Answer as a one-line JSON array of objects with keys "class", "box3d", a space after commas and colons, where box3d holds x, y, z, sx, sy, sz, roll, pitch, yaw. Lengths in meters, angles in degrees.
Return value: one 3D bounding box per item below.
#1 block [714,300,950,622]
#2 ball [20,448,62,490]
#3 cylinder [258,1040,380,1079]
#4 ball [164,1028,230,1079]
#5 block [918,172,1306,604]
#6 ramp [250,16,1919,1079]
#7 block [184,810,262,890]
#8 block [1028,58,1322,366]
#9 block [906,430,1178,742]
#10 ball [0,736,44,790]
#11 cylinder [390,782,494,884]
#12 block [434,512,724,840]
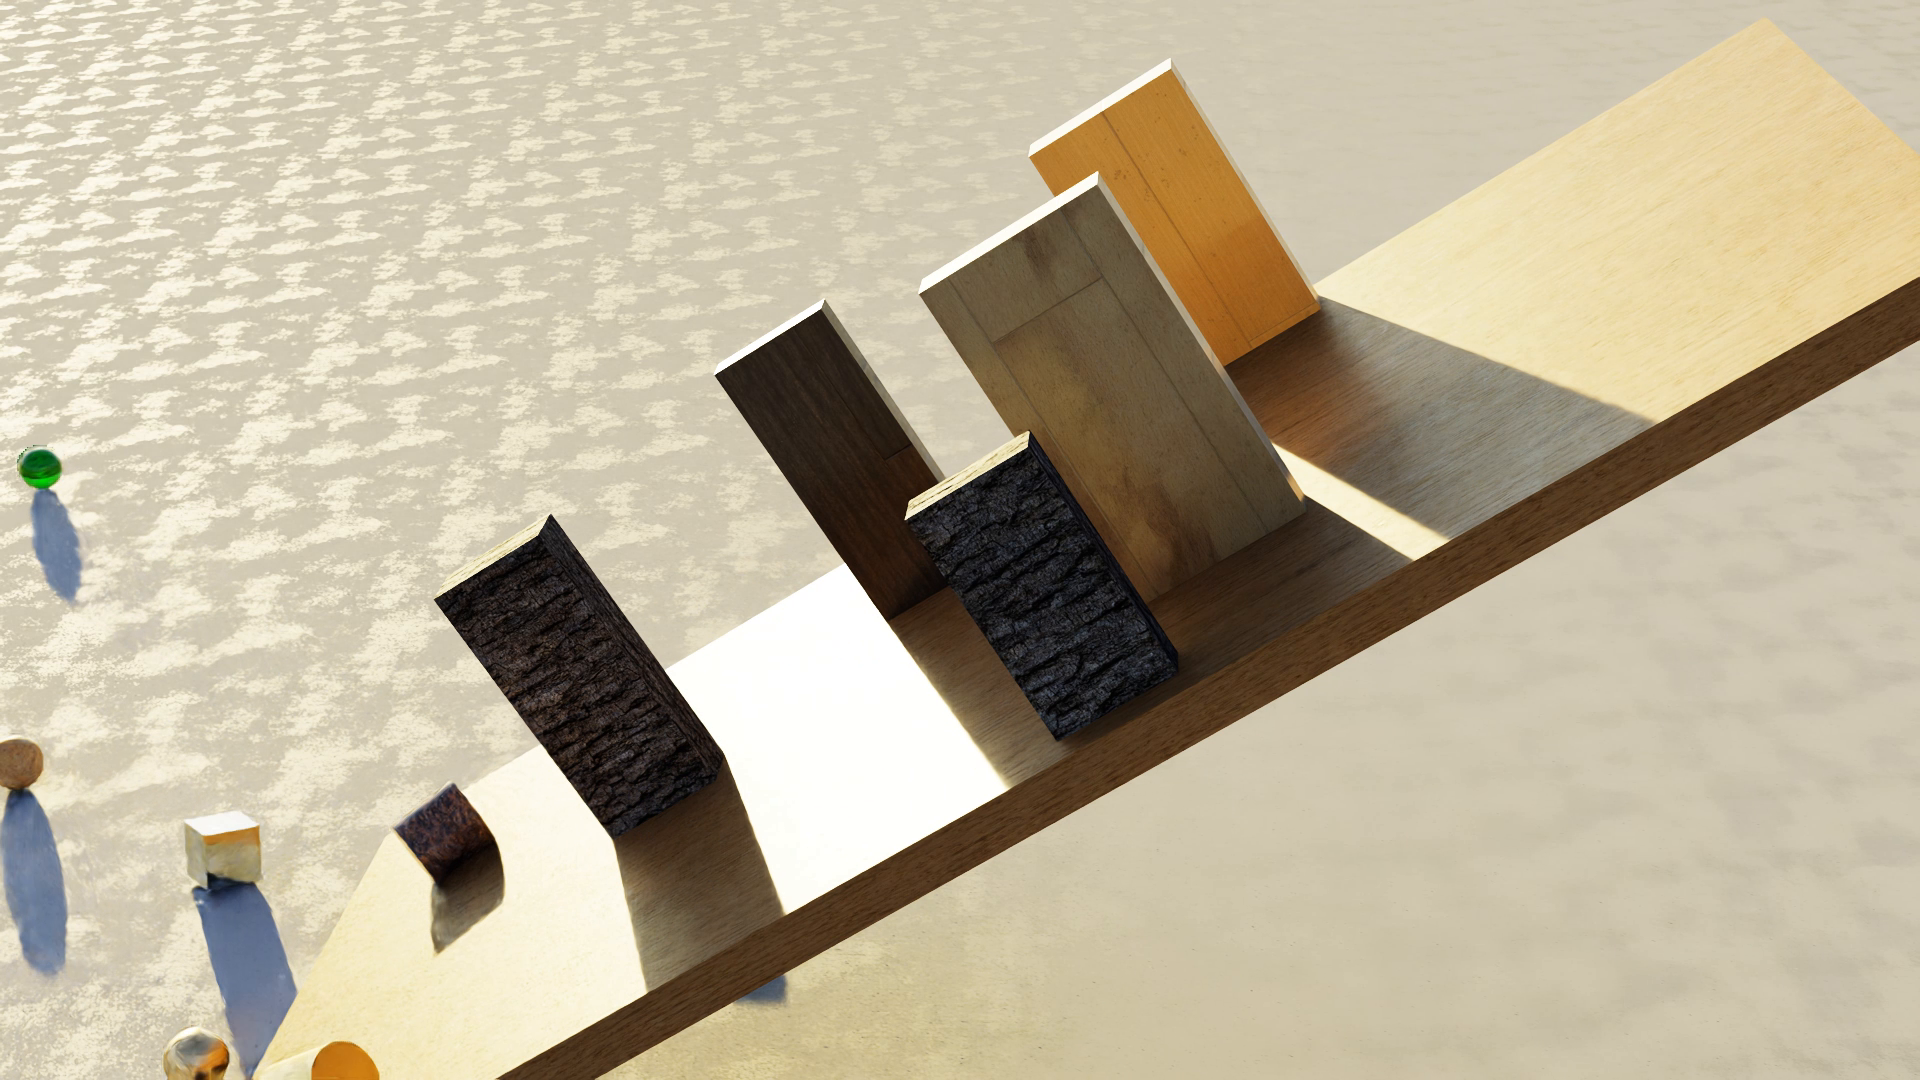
[{"class": "block", "box3d": [-0.234, -0.174, 6.612, 0.287, 0.694, 0.082, -31, 15, 14]}, {"class": "ball", "box3d": [-3.291, -0.257, 10.531, 0.149, 0.149, 0.149, 0, 20, 0]}, {"class": "cylinder", "box3d": [-1.277, 1.104, 5.850, 0.178, 0.178, 0.178, -24, 5, 34]}, {"class": "ball", "box3d": [-1.723, 1.174, 6.634, 0.144, 0.144, 0.144, 0, 20, 0]}, {"class": "block", "box3d": [0.299, -0.279, 5.678, 0.399, 0.762, 0.105, -31, 15, 14]}, {"class": "ramp", "box3d": [0.140, 0.170, 6.294, 4.000, 0.100, 2.000, -31, 15, 14]}, {"class": "block", "box3d": [-1.906, 0.802, 7.610, 0.147, 0.147, 0.147, -9, 16, -33]}, {"class": "block", "box3d": [0.501, -0.728, 6.835, 0.381, 0.664, 0.124, -31, 15, 14]}, {"class": "block", "box3d": [0.152, 0.086, 5.349, 0.260, 0.509, 0.101, -31, 15, 14]}, {"class": "ball", "box3d": [-2.615, 0.617, 8.149, 0.149, 0.149, 0.149, 0, 20, 0]}, {"class": "cylinder", "box3d": [-1.235, 0.698, 7.025, 0.176, 0.176, 0.176, -38, 33, -15]}, {"class": "block", "box3d": [-0.827, 0.302, 6.434, 0.279, 0.670, 0.144, -31, 15, 14]}]
